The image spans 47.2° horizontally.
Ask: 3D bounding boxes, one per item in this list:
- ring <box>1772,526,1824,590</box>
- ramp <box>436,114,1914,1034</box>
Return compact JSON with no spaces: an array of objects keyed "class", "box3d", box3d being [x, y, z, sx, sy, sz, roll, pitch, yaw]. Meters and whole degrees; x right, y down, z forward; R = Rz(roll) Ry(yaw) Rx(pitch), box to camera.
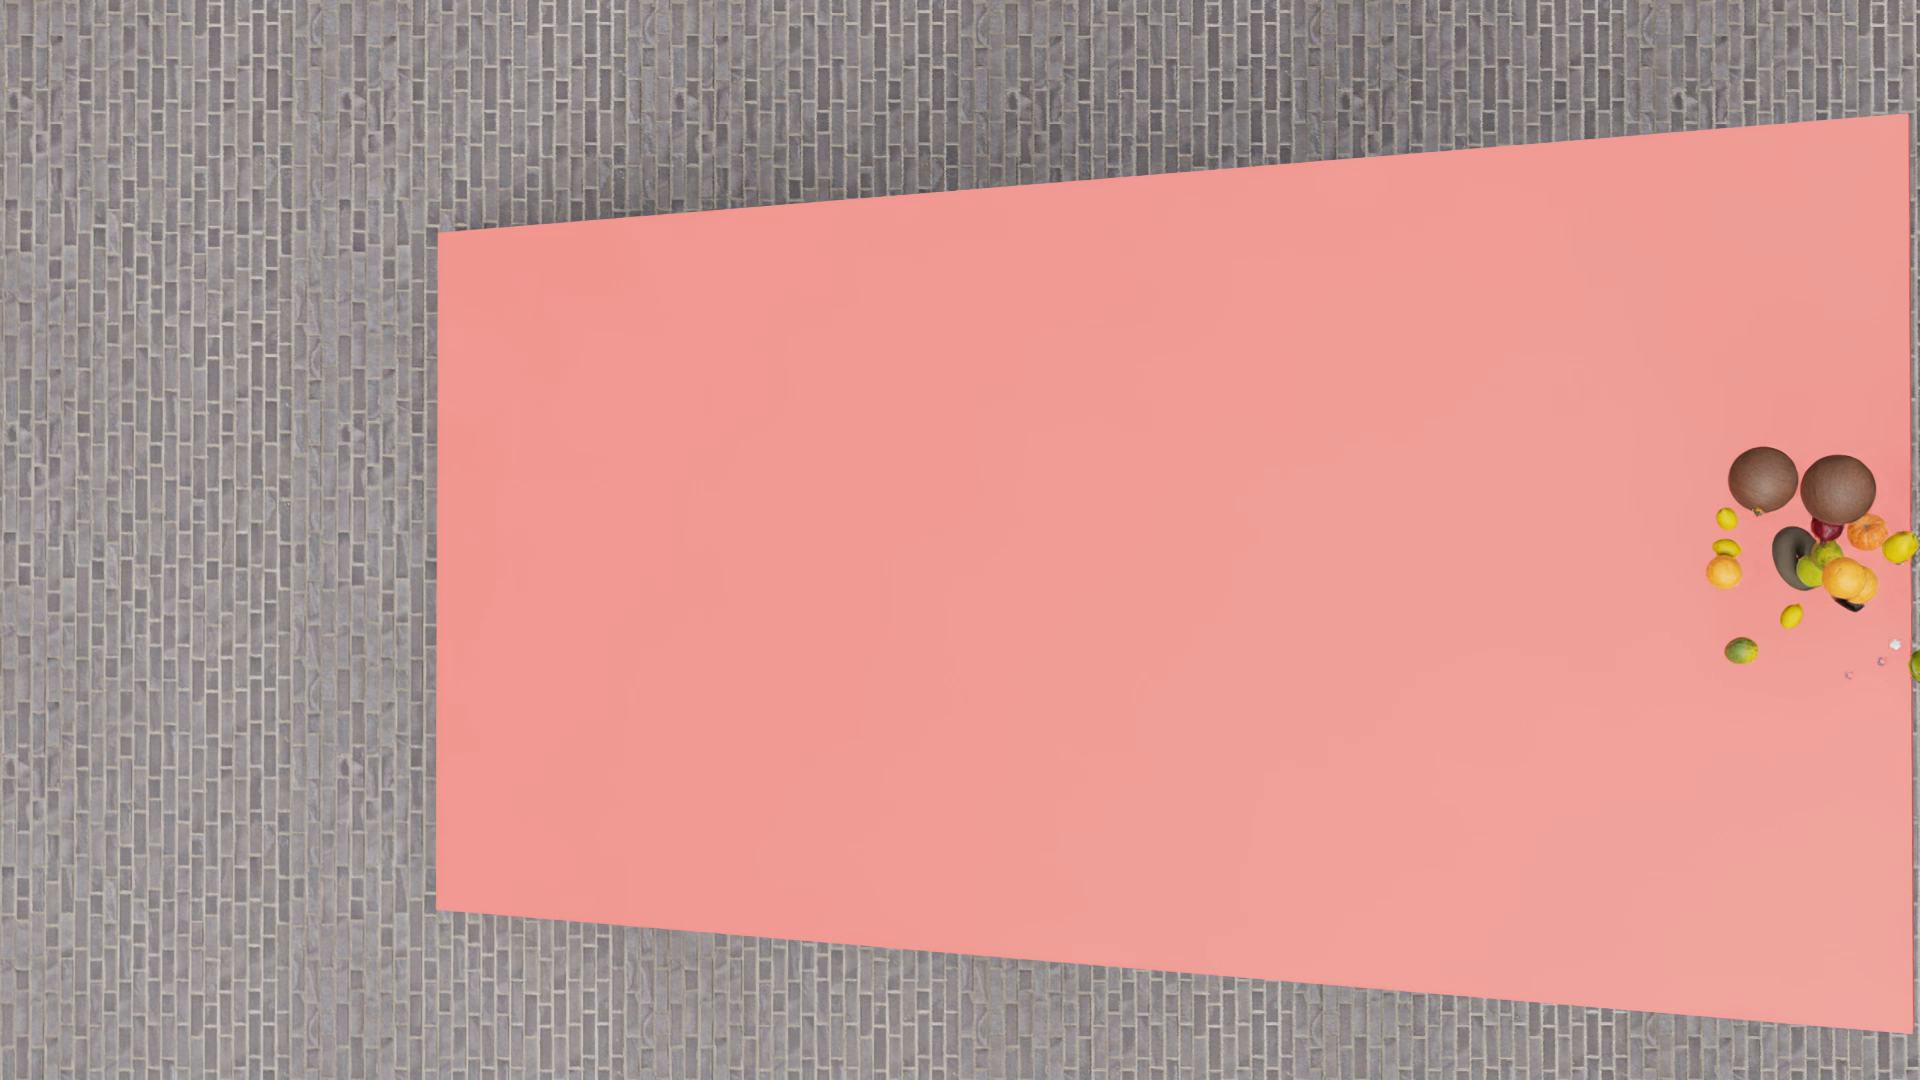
[{"class":"ring","box3d":[1.697,0.037,4.449,0.135,0.045,0.135,14,64,-31]},{"class":"ramp","box3d":[0.281,0.081,5.684,4.000,0.100,2.000,0,89,25]}]
